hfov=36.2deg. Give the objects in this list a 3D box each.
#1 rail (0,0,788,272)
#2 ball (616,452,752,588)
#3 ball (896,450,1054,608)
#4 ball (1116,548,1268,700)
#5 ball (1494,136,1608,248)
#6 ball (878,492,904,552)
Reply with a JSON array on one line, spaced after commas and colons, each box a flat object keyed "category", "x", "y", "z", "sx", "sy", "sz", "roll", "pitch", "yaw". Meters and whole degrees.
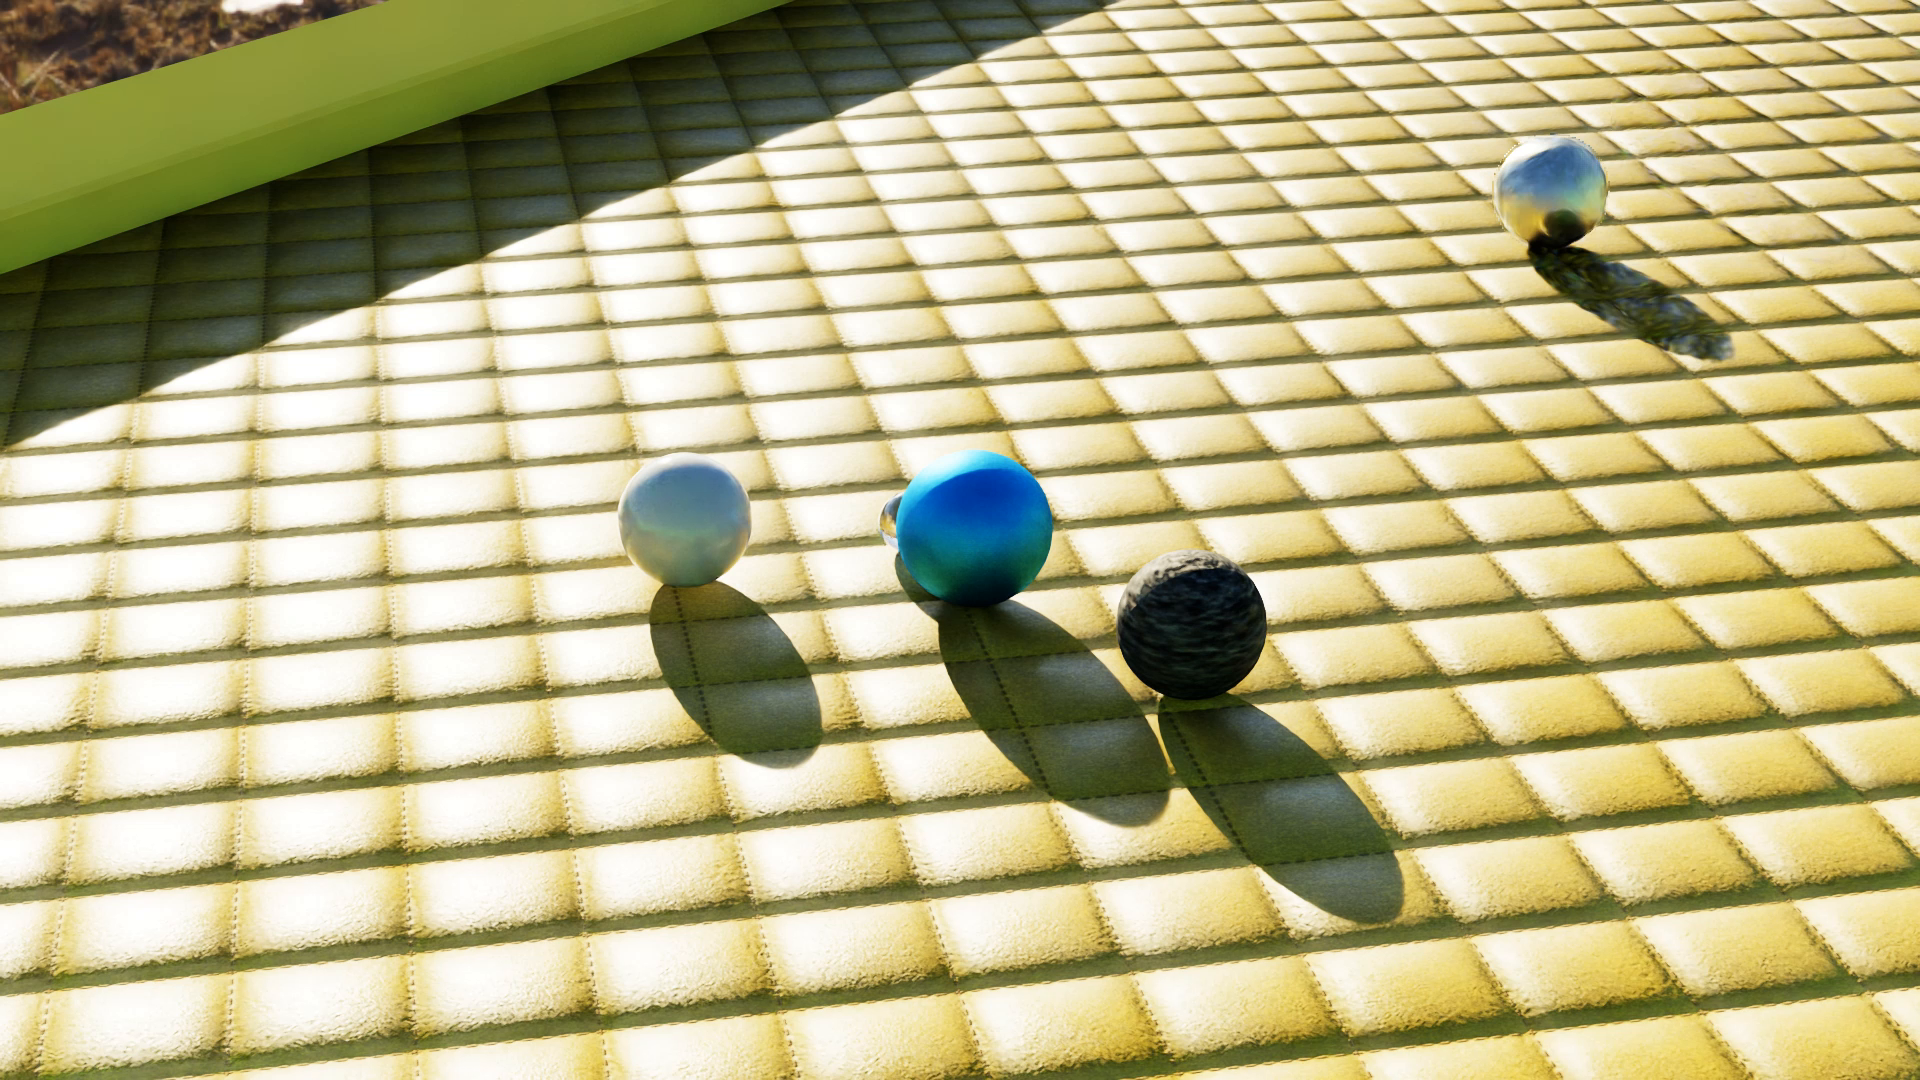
[{"category": "rail", "x": -0.326, "y": -0.551, "z": 2.996, "sx": 0.045, "sy": 0.128, "sz": 3.498, "roll": 16, "pitch": 29, "yaw": 30}, {"category": "ball", "x": -0.175, "y": -0.013, "z": 1.870, "sx": 0.086, "sy": 0.086, "sz": 0.086, "roll": 0, "pitch": 25, "yaw": 0}, {"category": "ball", "x": 0.009, "y": -0.007, "z": 1.843, "sx": 0.099, "sy": 0.099, "sz": 0.099, "roll": 0, "pitch": 25, "yaw": 0}, {"category": "ball", "x": 0.136, "y": 0.050, "z": 1.730, "sx": 0.089, "sy": 0.089, "sz": 0.089, "roll": 0, "pitch": 25, "yaw": 0}, {"category": "ball", "x": 0.497, "y": -0.292, "z": 2.473, "sx": 0.094, "sy": 0.094, "sz": 0.094, "roll": 0, "pitch": 25, "yaw": 0}, {"category": "ball", "x": -0.033, "y": -0.012, "z": 1.921, "sx": 0.041, "sy": 0.041, "sz": 0.041, "roll": 0, "pitch": 25, "yaw": 0}]
